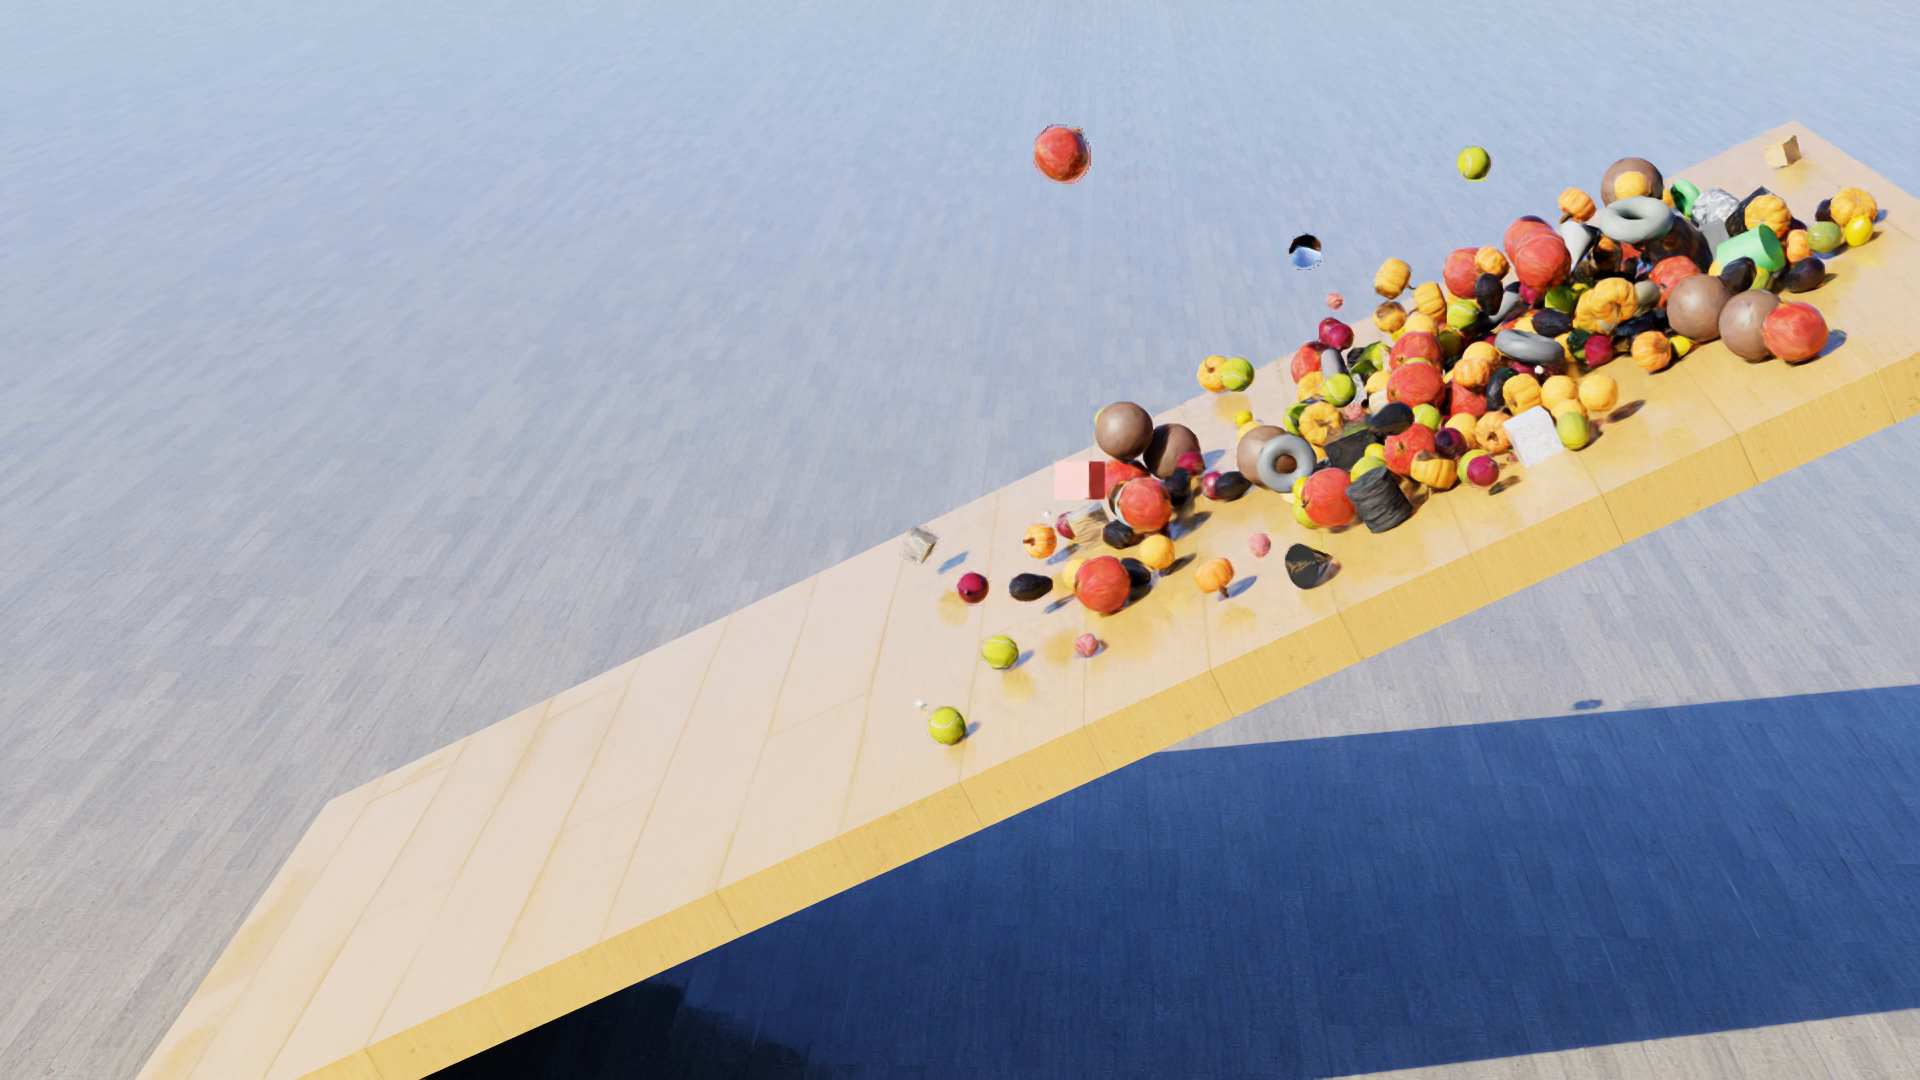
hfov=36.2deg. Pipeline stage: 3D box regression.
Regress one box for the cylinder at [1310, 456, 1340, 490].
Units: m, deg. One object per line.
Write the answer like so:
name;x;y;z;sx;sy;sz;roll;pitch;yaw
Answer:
cylinder;0.734;-0.136;5.934;0.057;0.057;0.057;-20;6;28

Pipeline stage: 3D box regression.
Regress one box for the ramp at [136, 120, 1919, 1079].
ramp;0.138;0.168;6.281;4.000;0.100;2.000;-25;14;10

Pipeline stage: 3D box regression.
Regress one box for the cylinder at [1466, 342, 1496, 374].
cylinder;1.064;-0.371;6.004;0.051;0.051;0.051;-14;-1;0

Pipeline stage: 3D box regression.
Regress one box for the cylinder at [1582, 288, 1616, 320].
cylinder;1.331;-0.491;6.114;0.057;0.057;0.057;-4;-2;-13

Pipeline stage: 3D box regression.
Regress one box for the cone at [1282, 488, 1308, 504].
cone;0.678;-0.094;5.957;0.054;0.054;0.054;3;-10;9

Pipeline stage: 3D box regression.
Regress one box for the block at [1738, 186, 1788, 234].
block;1.628;-0.661;5.964;0.066;0.066;0.066;-38;50;-4

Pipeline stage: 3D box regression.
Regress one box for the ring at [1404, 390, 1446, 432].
ring;0.932;-0.257;5.888;0.033;0.100;0.100;-43;34;-18

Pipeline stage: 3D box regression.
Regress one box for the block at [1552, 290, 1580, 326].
block;1.269;-0.490;6.225;0.052;0.052;0.052;-33;11;3

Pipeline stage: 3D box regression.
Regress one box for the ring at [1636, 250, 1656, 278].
ring;1.383;-0.561;6.027;0.109;0.036;0.109;-27;-10;-5

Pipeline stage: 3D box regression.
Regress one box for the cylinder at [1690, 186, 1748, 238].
cylinder;1.568;-0.664;6.046;0.092;0.092;0.092;-10;37;-30

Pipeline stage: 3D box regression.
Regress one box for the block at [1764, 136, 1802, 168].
block;1.830;-0.865;6.546;0.052;0.052;0.052;-32;22;-32

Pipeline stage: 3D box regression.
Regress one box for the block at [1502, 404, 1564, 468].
block;1.066;-0.193;5.468;0.077;0.077;0.077;-26;13;4

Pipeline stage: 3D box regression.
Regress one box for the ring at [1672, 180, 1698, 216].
ring;1.507;-0.708;6.095;0.028;0.083;0.083;-34;22;-4

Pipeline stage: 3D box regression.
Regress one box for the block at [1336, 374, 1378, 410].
block;0.841;-0.310;6.197;0.058;0.058;0.058;-28;-19;33

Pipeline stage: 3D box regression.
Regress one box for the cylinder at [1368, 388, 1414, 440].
cylinder;0.877;-0.257;5.991;0.079;0.079;0.079;-6;-25;-3

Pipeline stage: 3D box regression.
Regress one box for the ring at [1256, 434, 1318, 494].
ring;0.649;-0.150;5.832;0.120;0.120;0.040;1;7;3

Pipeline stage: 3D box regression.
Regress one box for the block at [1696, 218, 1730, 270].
block;1.518;-0.599;5.940;0.073;0.073;0.073;-24;8;15

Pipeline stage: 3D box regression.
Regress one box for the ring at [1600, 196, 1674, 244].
ring;1.348;-0.637;5.857;0.147;0.049;0.147;-8;33;5

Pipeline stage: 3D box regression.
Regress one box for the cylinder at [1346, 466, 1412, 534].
cylinder;0.785;-0.076;5.515;0.090;0.090;0.090;-33;14;9

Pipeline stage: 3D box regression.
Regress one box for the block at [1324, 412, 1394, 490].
block;0.798;-0.179;5.883;0.099;0.099;0.099;-22;14;19

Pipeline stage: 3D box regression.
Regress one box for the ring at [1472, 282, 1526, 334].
ring;1.144;-0.493;6.242;0.139;0.046;0.139;-42;1;1

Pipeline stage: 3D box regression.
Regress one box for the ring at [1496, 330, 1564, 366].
ring;1.123;-0.379;5.795;0.141;0.047;0.141;13;14;-3

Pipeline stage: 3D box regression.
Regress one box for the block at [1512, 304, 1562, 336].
block;1.213;-0.464;6.181;0.064;0.064;0.064;-36;0;-10

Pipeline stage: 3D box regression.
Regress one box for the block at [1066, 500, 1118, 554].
block;0.285;-0.029;6.346;0.080;0.080;0.080;-26;13;4

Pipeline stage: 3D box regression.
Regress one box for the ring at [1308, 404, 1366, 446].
ring;0.788;-0.242;6.145;0.131;0.044;0.131;-17;-22;-7

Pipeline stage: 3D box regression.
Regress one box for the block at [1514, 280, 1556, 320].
block;1.194;-0.497;6.106;0.055;0.055;0.055;41;-4;3

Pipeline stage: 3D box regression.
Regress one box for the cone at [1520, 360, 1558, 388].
cone;1.139;-0.350;5.854;0.075;0.075;0.075;18;4;-34

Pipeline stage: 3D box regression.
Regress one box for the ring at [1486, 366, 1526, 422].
ring;1.067;-0.284;5.750;0.036;0.109;0.109;7;17;44

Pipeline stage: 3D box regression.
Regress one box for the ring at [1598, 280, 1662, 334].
ring;1.315;-0.456;5.774;0.140;0.140;0.047;-17;66;-46

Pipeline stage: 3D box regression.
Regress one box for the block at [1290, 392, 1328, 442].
block;0.761;-0.264;6.332;0.071;0.071;0.071;-26;13;4

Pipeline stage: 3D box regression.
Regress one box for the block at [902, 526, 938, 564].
block;-0.091;0.011;6.725;0.054;0.054;0.054;32;31;9

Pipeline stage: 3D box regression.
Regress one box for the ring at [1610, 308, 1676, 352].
ring;1.338;-0.412;5.763;0.137;0.046;0.137;-22;-10;-4

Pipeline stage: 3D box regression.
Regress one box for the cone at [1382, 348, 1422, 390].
cone;0.933;-0.376;6.348;0.095;0.095;0.095;-31;15;9

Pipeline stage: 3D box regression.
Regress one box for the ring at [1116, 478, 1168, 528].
ring;0.383;-0.078;6.213;0.118;0.118;0.039;9;-19;27

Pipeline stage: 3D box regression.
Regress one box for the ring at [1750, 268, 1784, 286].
ring;1.592;-0.525;5.809;0.077;0.026;0.077;-30;10;6

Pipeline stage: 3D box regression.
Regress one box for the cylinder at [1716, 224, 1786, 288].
cylinder;1.548;-0.556;5.759;0.095;0.095;0.095;-27;-2;36

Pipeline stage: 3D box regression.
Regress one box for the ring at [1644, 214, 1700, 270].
ring;1.430;-0.598;5.912;0.113;0.113;0.038;9;20;29

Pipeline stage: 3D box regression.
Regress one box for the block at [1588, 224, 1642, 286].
block;1.322;-0.579;5.919;0.092;0.092;0.092;12;31;11

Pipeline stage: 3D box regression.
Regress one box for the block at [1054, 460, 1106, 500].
block;0.254;-0.126;6.240;0.080;0.080;0.080;0;-1;29

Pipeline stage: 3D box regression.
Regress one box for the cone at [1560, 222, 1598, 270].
cone;1.264;-0.596;6.026;0.092;0.092;0.092;14;-2;0

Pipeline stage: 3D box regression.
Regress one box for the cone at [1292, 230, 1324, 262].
cone;0.724;-0.623;6.253;0.072;0.072;0.072;-6;3;-18

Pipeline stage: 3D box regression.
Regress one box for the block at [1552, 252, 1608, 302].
block;1.289;-0.546;6.103;0.072;0.072;0.072;-42;16;-2

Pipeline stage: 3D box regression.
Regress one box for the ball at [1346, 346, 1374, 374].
ball;0.898;-0.403;6.607;0.062;0.062;0.062;0;16;0
